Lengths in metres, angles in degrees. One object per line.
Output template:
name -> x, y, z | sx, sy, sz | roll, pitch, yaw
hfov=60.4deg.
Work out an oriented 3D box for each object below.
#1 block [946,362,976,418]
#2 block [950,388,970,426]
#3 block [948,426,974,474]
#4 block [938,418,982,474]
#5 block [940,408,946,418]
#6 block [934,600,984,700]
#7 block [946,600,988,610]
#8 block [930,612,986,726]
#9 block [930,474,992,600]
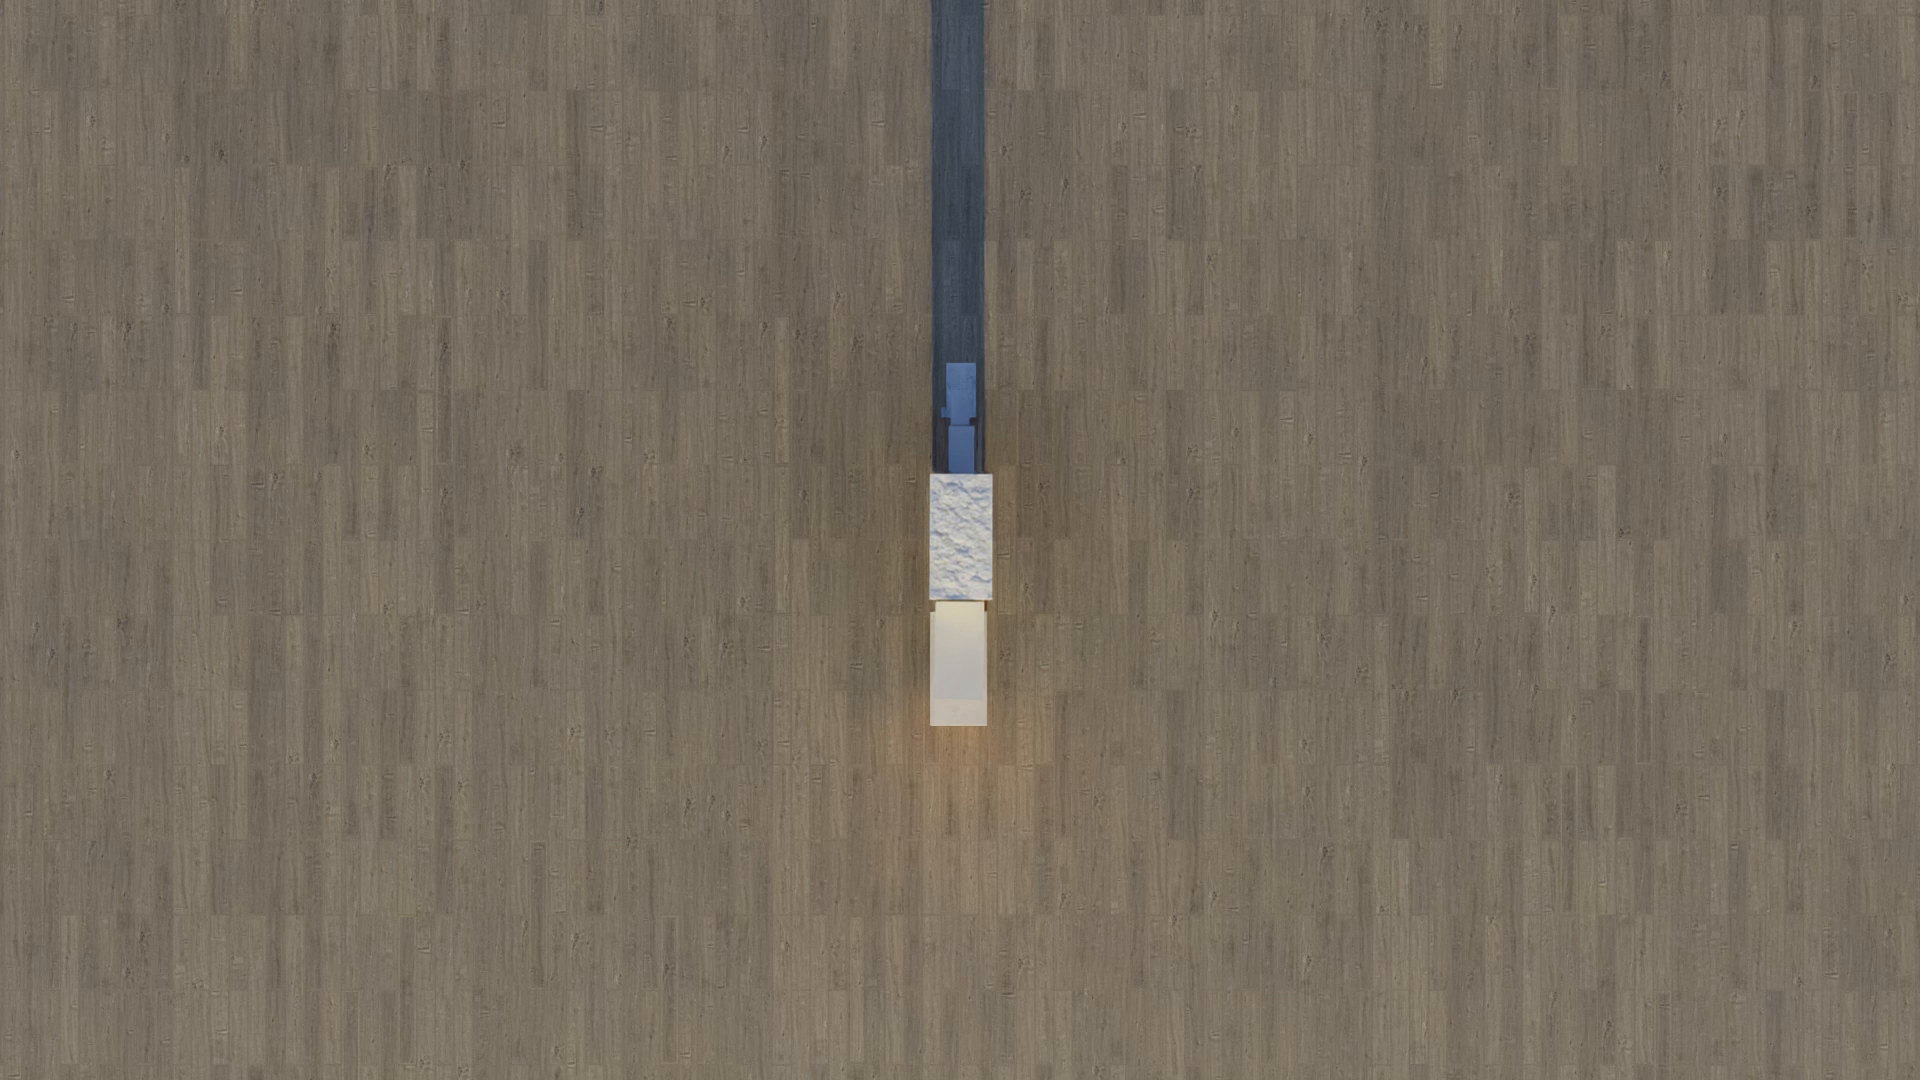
block -> 0.004, -0.452, 5.051 | 0.090, 0.025, 0.180 | 0, 90, 0
block -> 0.000, -0.378, 4.691 | 0.052, 0.015, 0.104 | -1, 90, 0
block -> 0.004, -0.250, 4.649 | 0.072, 0.020, 0.144 | 0, 90, 0
block -> -0.001, -0.228, 4.822 | 0.129, 0.037, 0.258 | 0, 90, 0
block -> -0.004, -0.310, 5.260 | 0.112, 0.032, 0.224 | 0, 90, 0
block -> -0.002, 0.299, 4.474 | 0.132, 0.037, 0.265 | 1, 90, 0
block -> 0.003, 0.055, 4.778 | 0.149, 0.042, 0.299 | 0, 90, 0
block -> -0.004, 0.376, 4.849 | 0.166, 0.047, 0.332 | 0, 90, 0
block -> 0.003, -0.009, 4.399 | 0.167, 0.047, 0.334 | 0, 90, 0
